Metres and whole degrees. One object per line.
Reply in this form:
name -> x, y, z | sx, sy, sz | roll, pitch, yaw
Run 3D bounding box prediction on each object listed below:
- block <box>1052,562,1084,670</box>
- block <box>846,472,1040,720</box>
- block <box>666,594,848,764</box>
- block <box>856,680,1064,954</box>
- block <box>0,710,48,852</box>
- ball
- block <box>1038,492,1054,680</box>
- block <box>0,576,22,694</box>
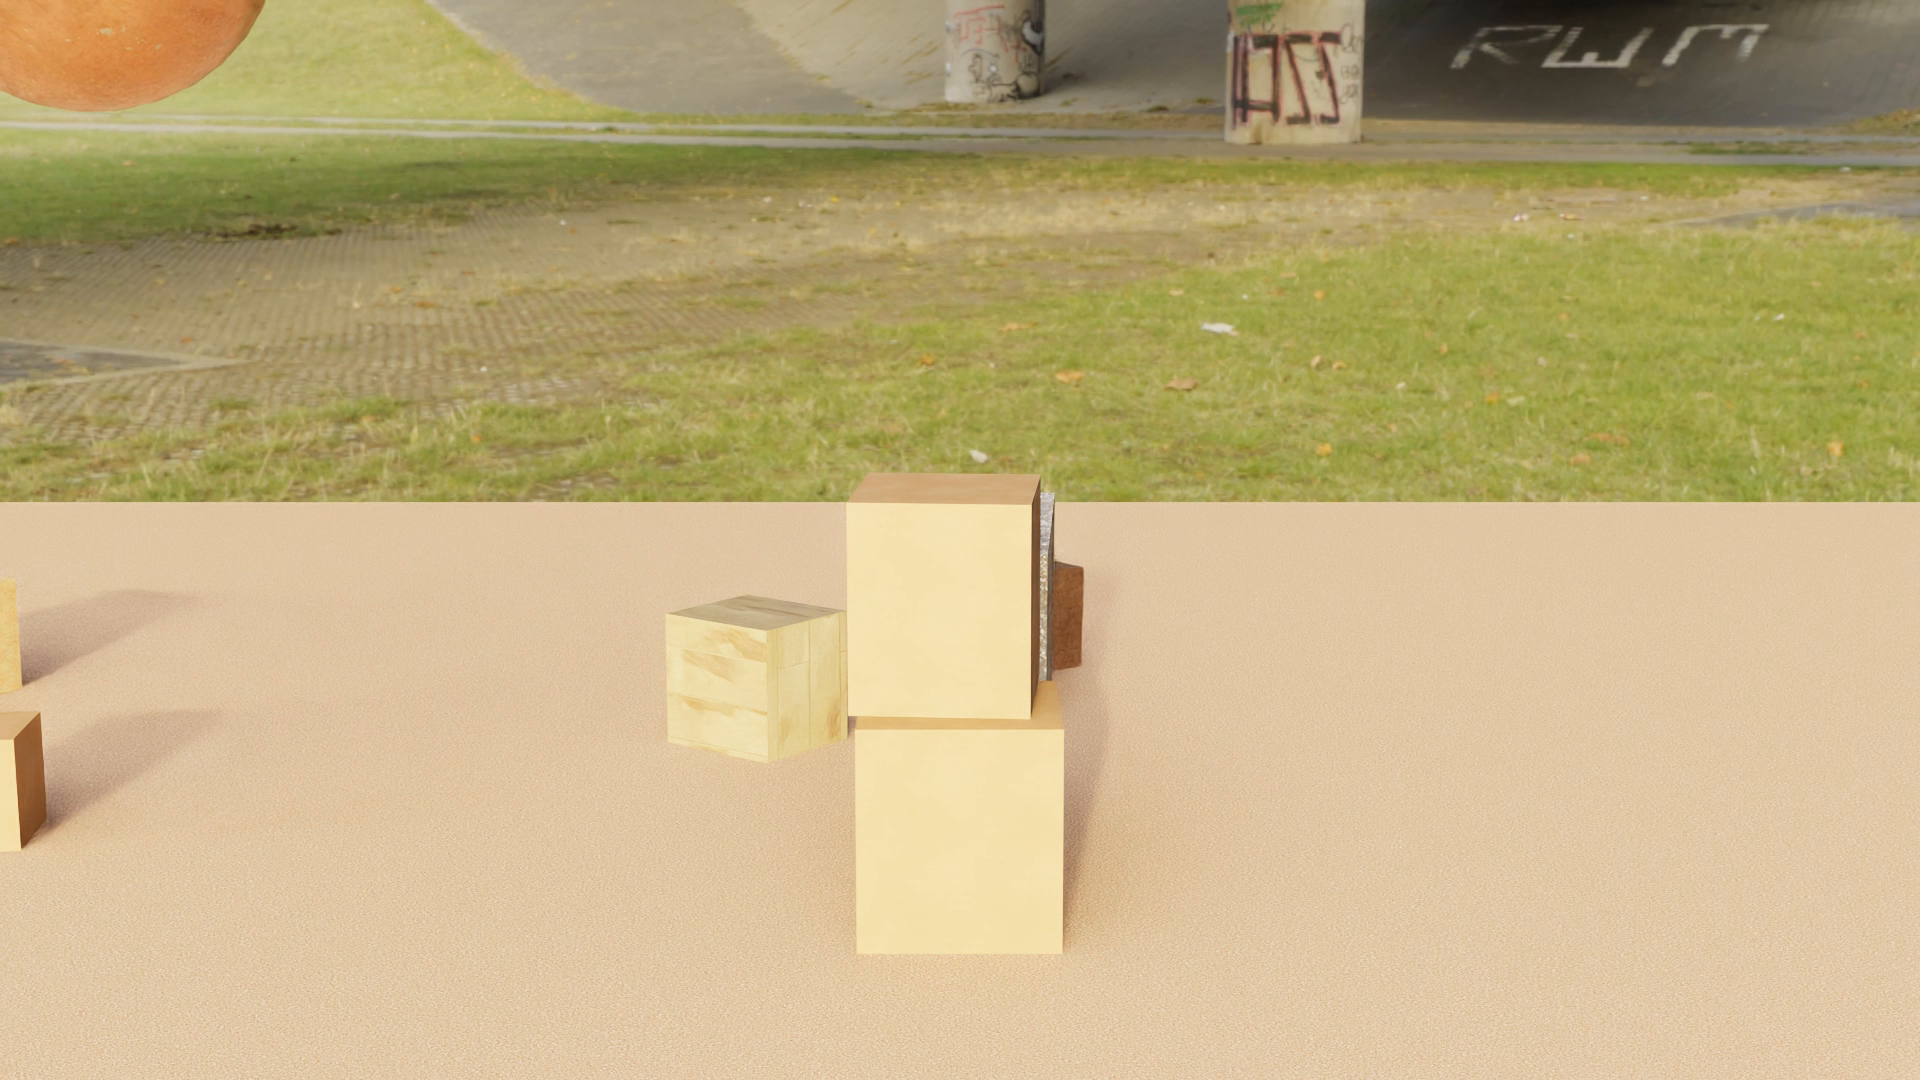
block -> 0.373, 0.449, 15.369 | 0.525, 0.603, 0.492 | -6, 12, -39
block -> -0.054, 0.217, 10.702 | 0.741, 0.878, 0.787 | 1, 10, 4
block -> -1.078, 0.725, 13.626 | 0.710, 0.698, 0.638 | 8, 13, 37
block -> -0.002, 1.139, 10.694 | 0.831, 0.933, 0.833 | 0, 10, 0
block -> -4.630, 1.123, 11.918 | 0.604, 0.526, 0.535 | -1, 10, -7
ball -> -3.662, -2.596, 10.708 | 1.600, 1.600, 1.600 | 0, 10, 0
block -> -0.003, 0.325, 11.604 | 0.823, 0.877, 0.802 | 1, 21, 4
block -> -5.913, 0.569, 14.629 | 0.694, 0.647, 0.756 | 5, 12, 27
